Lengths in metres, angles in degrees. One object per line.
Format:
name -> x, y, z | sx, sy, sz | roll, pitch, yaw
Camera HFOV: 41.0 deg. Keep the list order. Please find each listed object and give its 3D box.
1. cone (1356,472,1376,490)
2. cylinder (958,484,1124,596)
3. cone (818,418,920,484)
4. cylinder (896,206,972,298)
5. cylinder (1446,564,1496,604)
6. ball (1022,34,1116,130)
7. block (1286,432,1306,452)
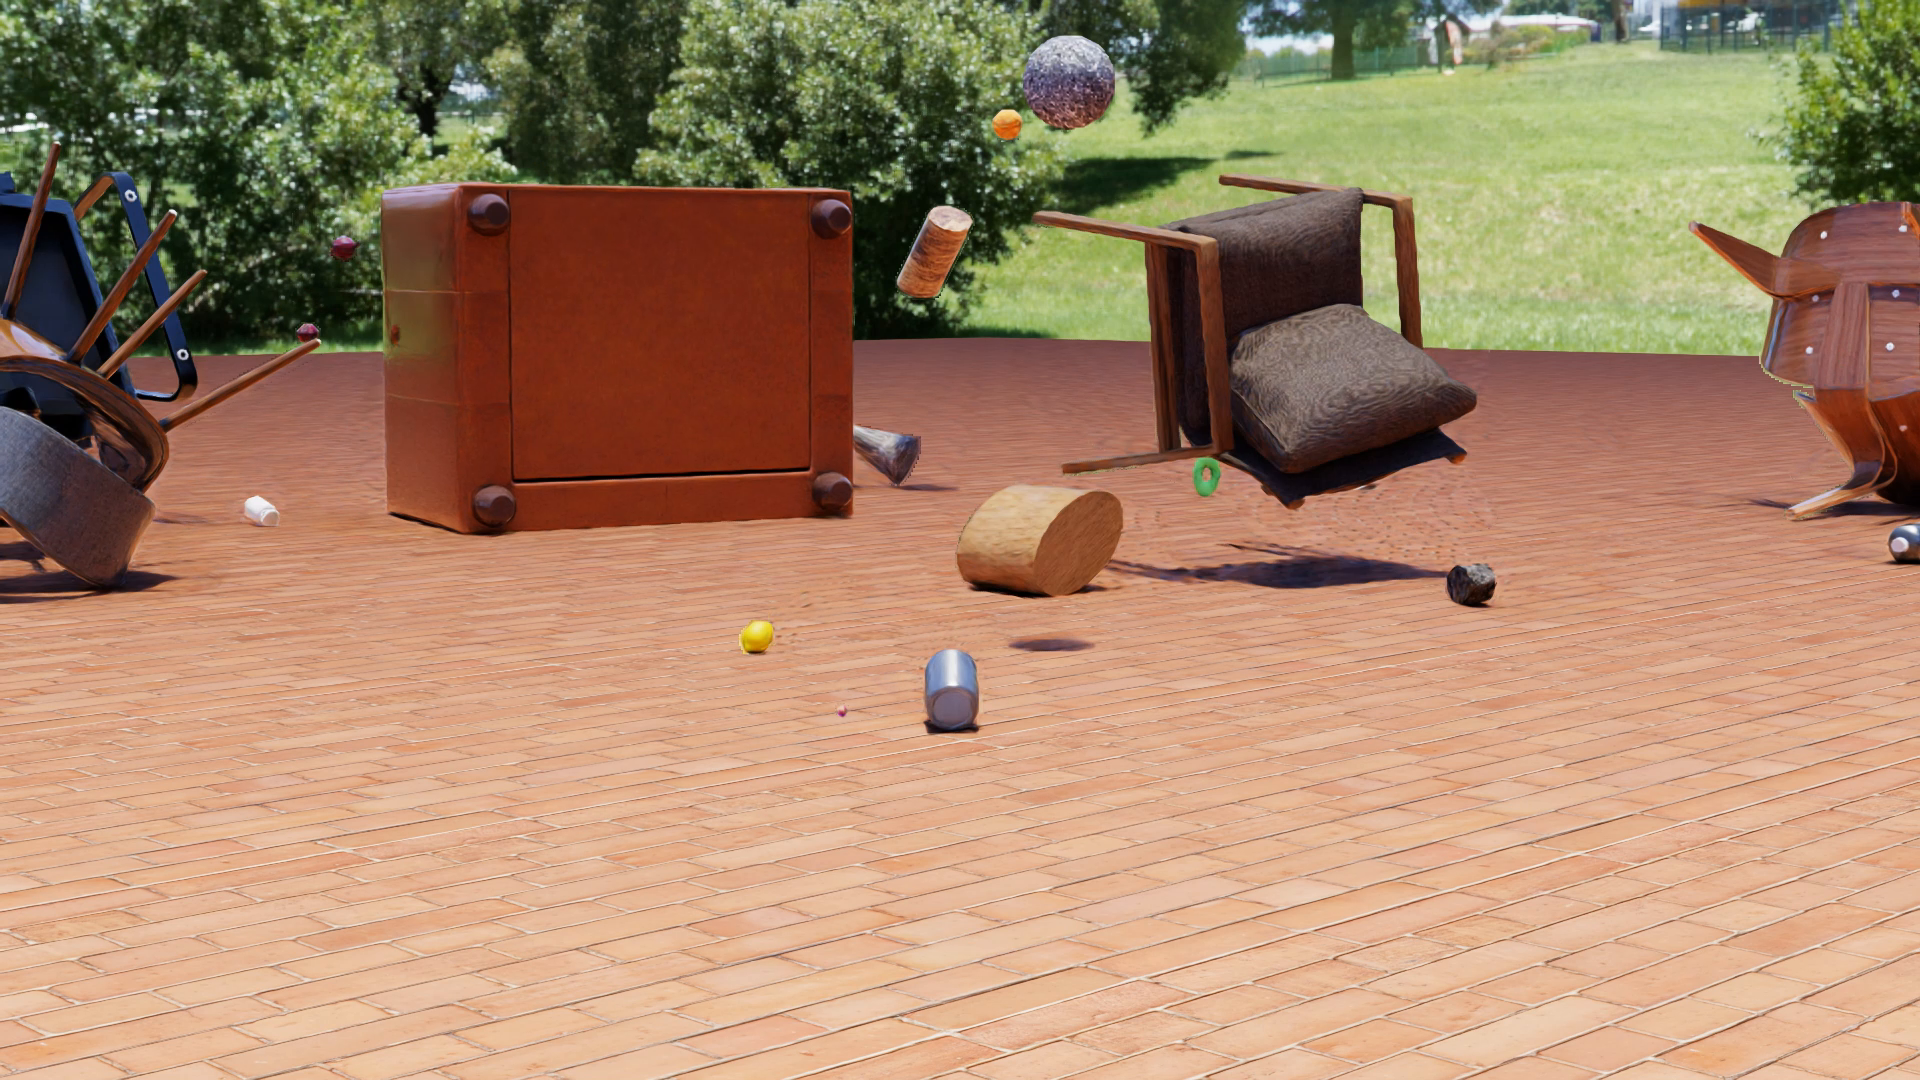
cone -> 1.265, -0.167, 7.895 | 0.048, 0.075, 0.060 | 37, 32, -11
cylinder -> 0.169, -0.003, 5.404 | 0.237, 0.175, 0.283 | 7, 41, 48
cone -> -0.307, -0.314, 8.031 | 0.326, 0.161, 0.146 | 26, 5, 13
cylinder -> -0.078, -0.878, 7.819 | 0.123, 0.247, 0.192 | 36, 31, 14
cylinder -> 1.029, 0.088, 5.166 | 0.052, 0.076, 0.139 | -4, -3, -9
ball -> 0.188, -0.786, 4.404 | 0.160, 0.160, 0.160 | 0, 6, 0
block -> 1.001, -0.295, 7.653 | 0.033, 0.040, 0.035 | -41, 4, 30
